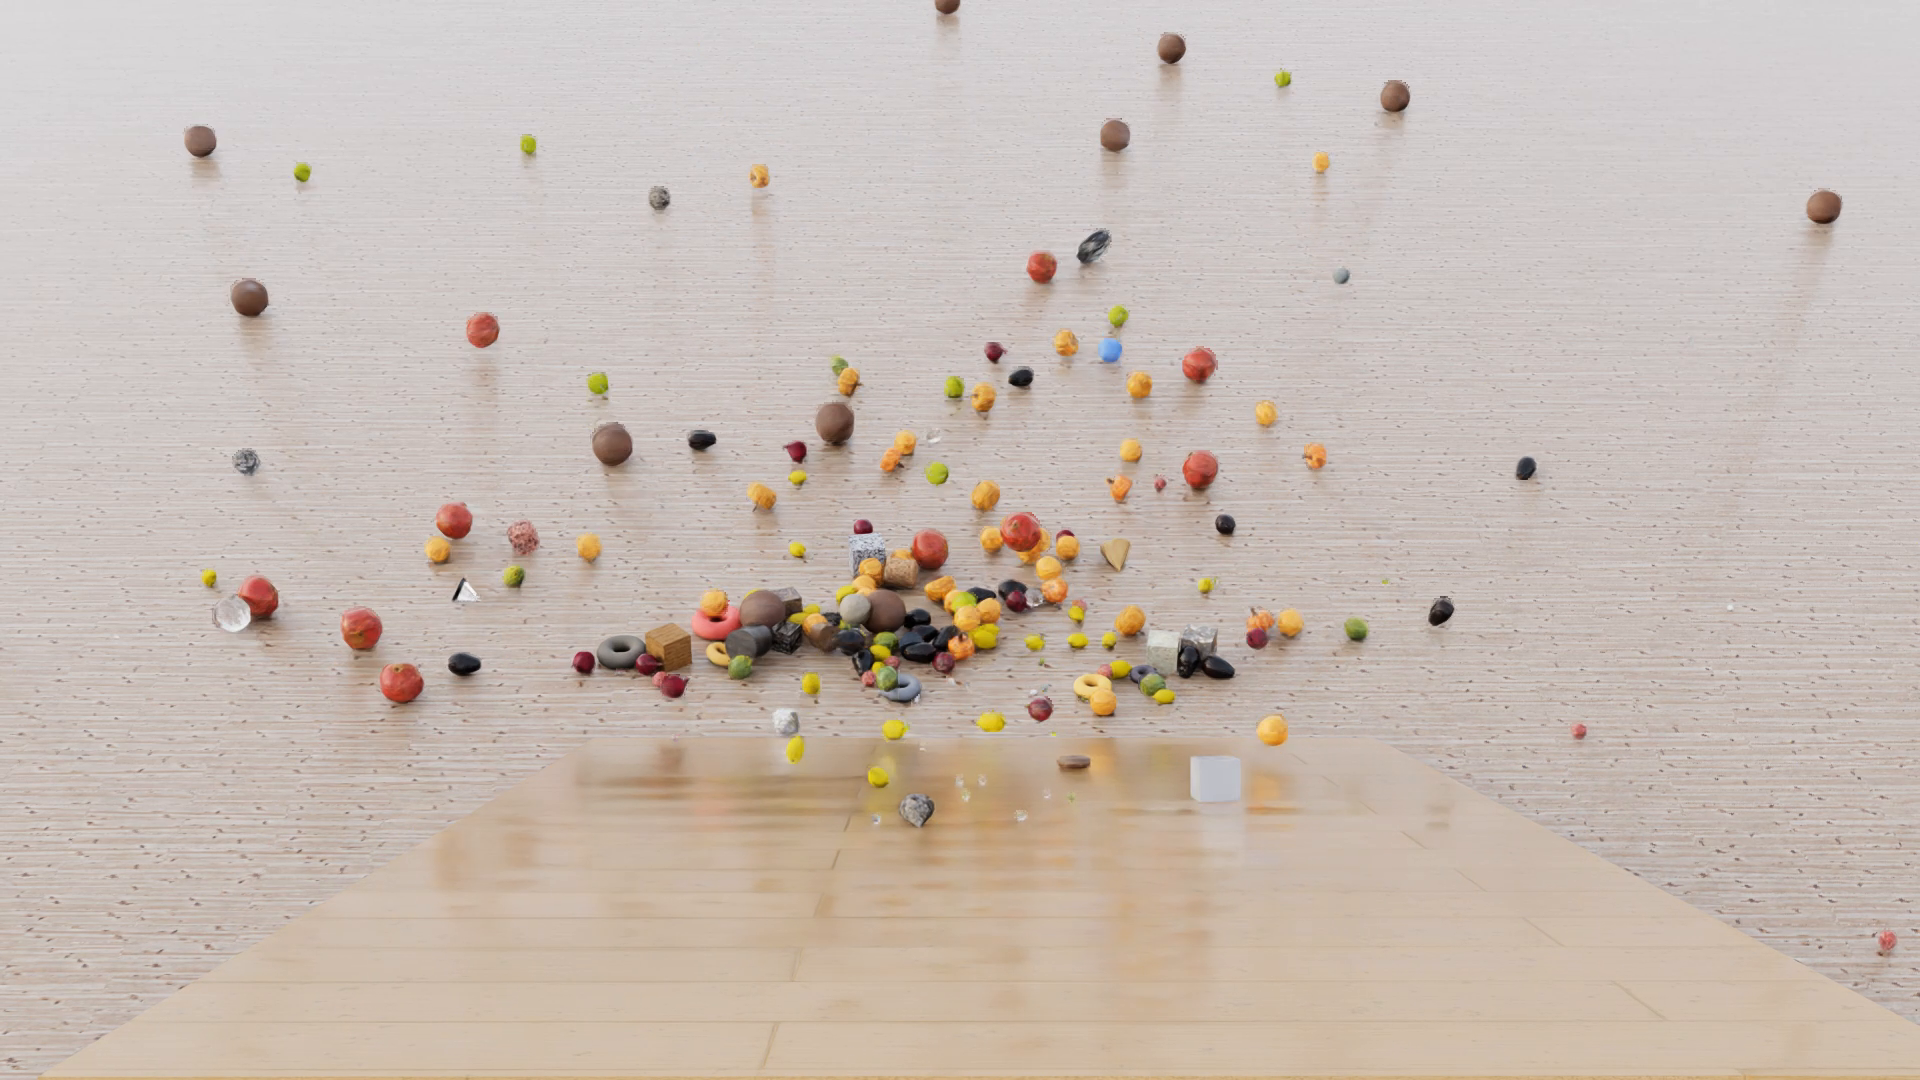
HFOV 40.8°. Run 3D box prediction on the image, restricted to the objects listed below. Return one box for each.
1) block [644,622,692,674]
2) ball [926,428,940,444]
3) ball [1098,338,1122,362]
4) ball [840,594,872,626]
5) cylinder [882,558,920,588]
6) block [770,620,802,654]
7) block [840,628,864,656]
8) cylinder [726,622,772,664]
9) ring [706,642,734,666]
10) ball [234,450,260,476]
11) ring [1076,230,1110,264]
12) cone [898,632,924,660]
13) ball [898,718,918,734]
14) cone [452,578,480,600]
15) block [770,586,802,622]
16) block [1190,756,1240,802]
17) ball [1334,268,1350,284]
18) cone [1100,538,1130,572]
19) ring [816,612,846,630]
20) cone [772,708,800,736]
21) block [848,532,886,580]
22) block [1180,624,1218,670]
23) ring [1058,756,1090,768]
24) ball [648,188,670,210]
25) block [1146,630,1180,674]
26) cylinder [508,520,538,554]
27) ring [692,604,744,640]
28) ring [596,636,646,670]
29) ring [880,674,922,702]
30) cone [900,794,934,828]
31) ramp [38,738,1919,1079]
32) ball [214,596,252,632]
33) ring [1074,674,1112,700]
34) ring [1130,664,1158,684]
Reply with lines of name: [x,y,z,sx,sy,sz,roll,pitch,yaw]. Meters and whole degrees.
block: [-0.800,0.296,7.098,0.090,0.090,0.090,-22,35,-35]
ball: [-0.087,-0.336,8.304,0.050,0.050,0.050,0,28,0]
ball: [0.514,-0.650,8.848,0.083,0.083,0.083,0,28,0]
ball: [-0.289,0.192,7.146,0.090,0.090,0.090,0,28,0]
cylinder: [-0.170,0.096,7.473,0.082,0.082,0.082,-3,26,20]
block: [-0.482,0.270,7.172,0.064,0.064,0.064,14,31,24]
block: [-0.299,0.283,7.158,0.054,0.054,0.054,-6,29,-10]
cylinder: [-0.579,0.282,7.094,0.096,0.096,0.096,12,16,21]
ring: [-0.654,0.314,7.108,0.092,0.031,0.092,16,25,-8]
ball: [-2.234,-0.242,8.101,0.077,0.077,0.077,0,28,0]
ring: [0.497,-1.089,9.602,0.147,0.147,0.049,-24,64,-37]
cone: [-0.153,0.294,7.157,0.081,0.081,0.081,-18,7,-30]
ball: [-0.136,0.498,6.816,0.056,0.056,0.056,0,28,0]
cone: [-1.407,0.157,7.412,0.076,0.076,0.076,26,28,-8]
block: [-0.493,0.185,7.322,0.071,0.071,0.071,-12,31,-21]
block: [0.511,0.478,5.176,0.083,0.083,0.083,0,1,-8]
ball: [1.396,-0.969,9.459,0.061,0.061,0.061,0,28,0]
cone: [0.463,0.059,7.585,0.091,0.091,0.091,-5,55,-9]
ring: [-0.362,0.233,7.277,0.089,0.030,0.089,0,29,0]
cone: [-0.443,0.460,6.755,0.078,0.078,0.078,9,62,-16]
block: [-0.272,0.047,7.550,0.096,0.096,0.096,-5,29,-8]
block: [0.656,0.293,7.108,0.084,0.084,0.084,8,30,15]
ring: [0.257,0.501,5.838,0.075,0.025,0.075,-1,2,0]
ball: [-1.175,-1.331,10.104,0.084,0.084,0.084,0,28,0]
block: [0.556,0.307,7.083,0.084,0.084,0.084,4,29,8]
cylinder: [-1.298,-0.009,7.672,0.077,0.077,0.077,-10,30,-18]
ring: [-0.680,0.230,7.261,0.150,0.050,0.150,0,29,0]
ring: [-0.932,0.309,7.120,0.139,0.046,0.139,-1,29,0]
ring: [-0.158,0.398,6.964,0.114,0.038,0.114,-1,28,1]
cone: [-0.076,0.509,4.735,0.065,0.065,0.065,-3,28,-5]
ramp: [0.064,0.575,4.618,2.000,0.100,4.000,0,1,0]
ball: [-2.039,0.209,7.248,0.099,0.099,0.099,0,28,0]
ring: [0.359,0.396,6.971,0.105,0.035,0.105,-1,28,1]
ring: [0.500,0.367,7.034,0.078,0.026,0.078,-1,29,1]
